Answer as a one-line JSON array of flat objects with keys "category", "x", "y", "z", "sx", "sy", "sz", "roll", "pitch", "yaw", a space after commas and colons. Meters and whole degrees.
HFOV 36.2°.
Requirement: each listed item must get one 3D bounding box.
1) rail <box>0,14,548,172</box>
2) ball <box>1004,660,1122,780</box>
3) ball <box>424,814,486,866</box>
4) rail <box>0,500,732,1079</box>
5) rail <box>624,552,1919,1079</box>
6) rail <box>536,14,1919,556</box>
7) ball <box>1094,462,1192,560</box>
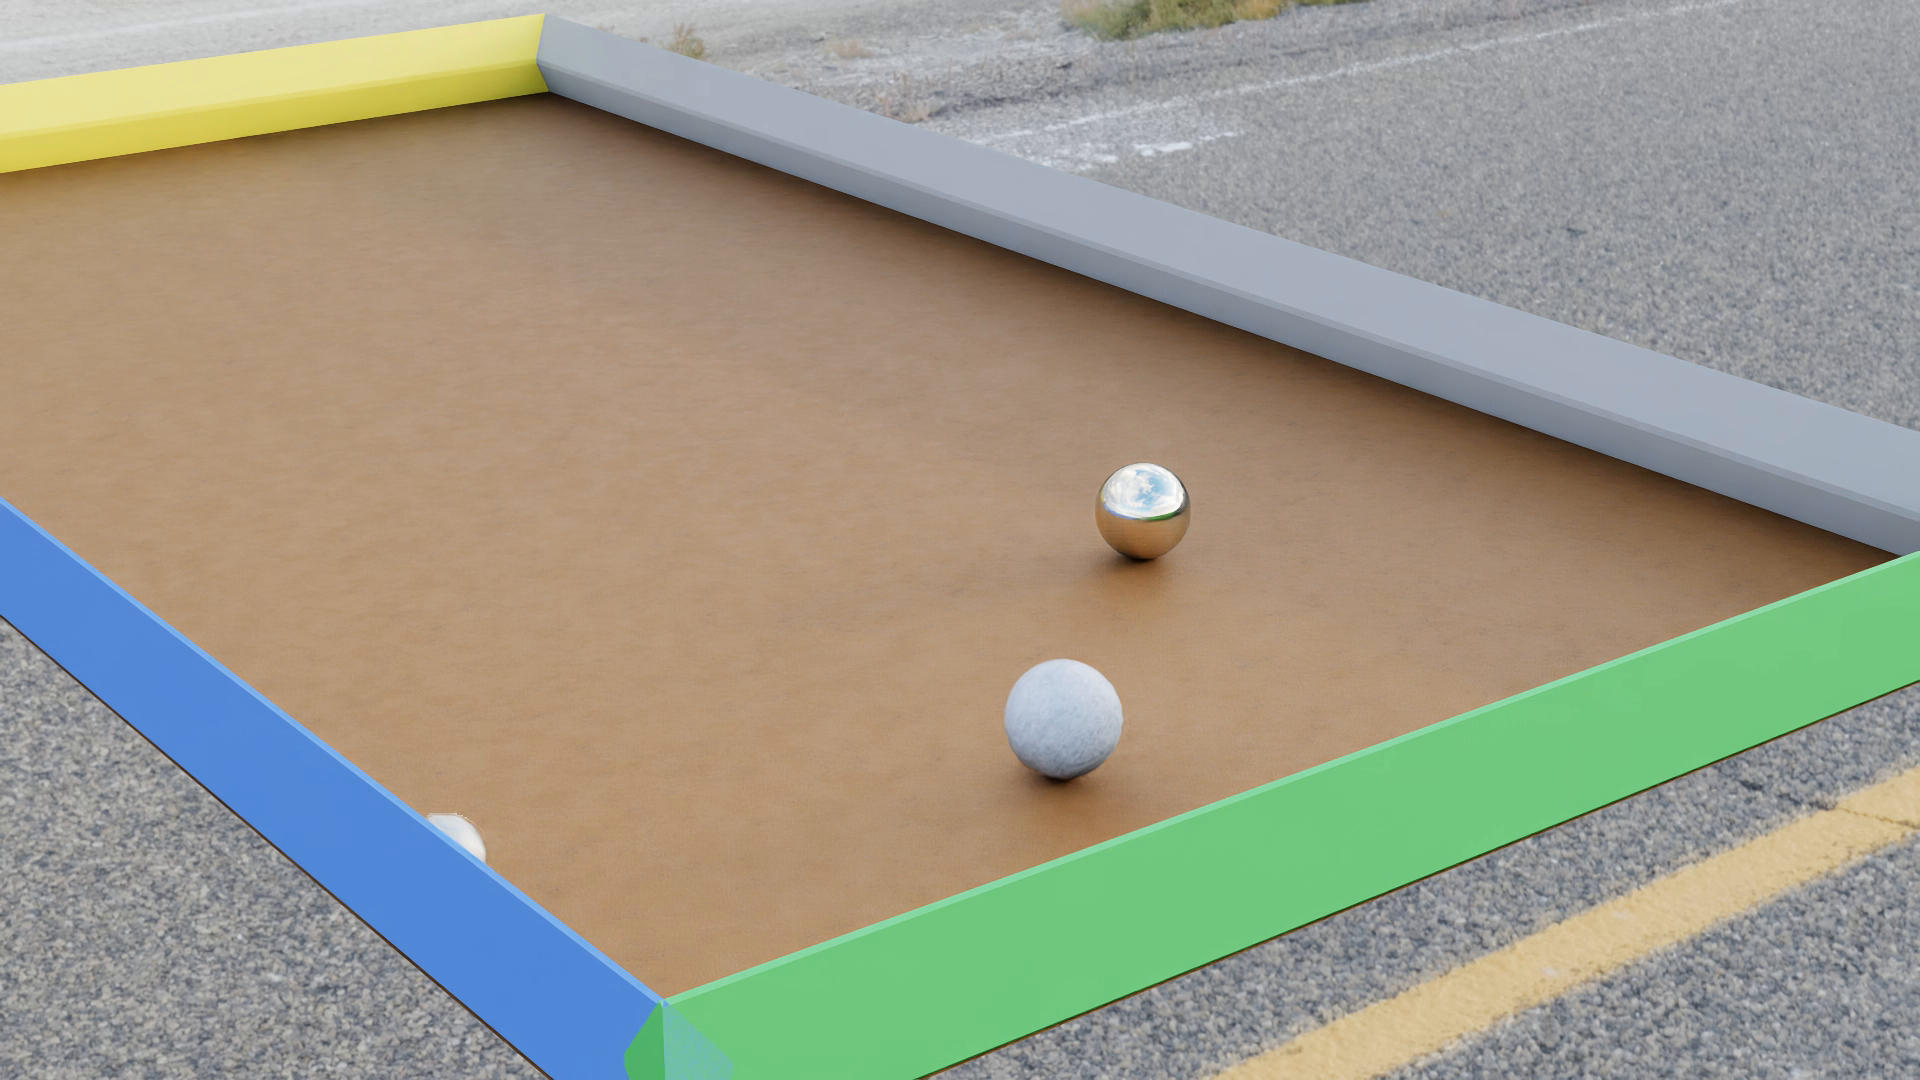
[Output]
[{"category": "rail", "x": -1.173, "y": -0.576, "z": 4.023, "sx": 1.419, "sy": 0.117, "sz": 0.045, "roll": -15, "pitch": 26, "yaw": -34}, {"category": "ball", "x": 0.077, "y": 0.135, "z": 2.211, "sx": 0.090, "sy": 0.090, "sz": 0.090, "roll": 0, "pitch": 21, "yaw": 0}, {"category": "ball", "x": -0.358, "y": 0.219, "z": 2.033, "sx": 0.059, "sy": 0.059, "sz": 0.059, "roll": 0, "pitch": 21, "yaw": 0}, {"category": "rail", "x": -0.942, "y": -0.061, "z": 2.680, "sx": 0.045, "sy": 0.117, "sz": 2.619, "roll": -15, "pitch": 26, "yaw": -34}, {"category": "rail", "x": 0.381, "y": 0.158, "z": 2.111, "sx": 1.419, "sy": 0.117, "sz": 0.045, "roll": -15, "pitch": 26, "yaw": -34}, {"category": "rail", "x": 0.150, "y": -0.358, "z": 3.454, "sx": 0.045, "sy": 0.117, "sz": 2.619, "roll": -15, "pitch": 26, "yaw": -34}, {"category": "ball", "x": 0.164, "y": -0.026, "z": 2.634, "sx": 0.087, "sy": 0.087, "sz": 0.087, "roll": 0, "pitch": 21, "yaw": 0}]
